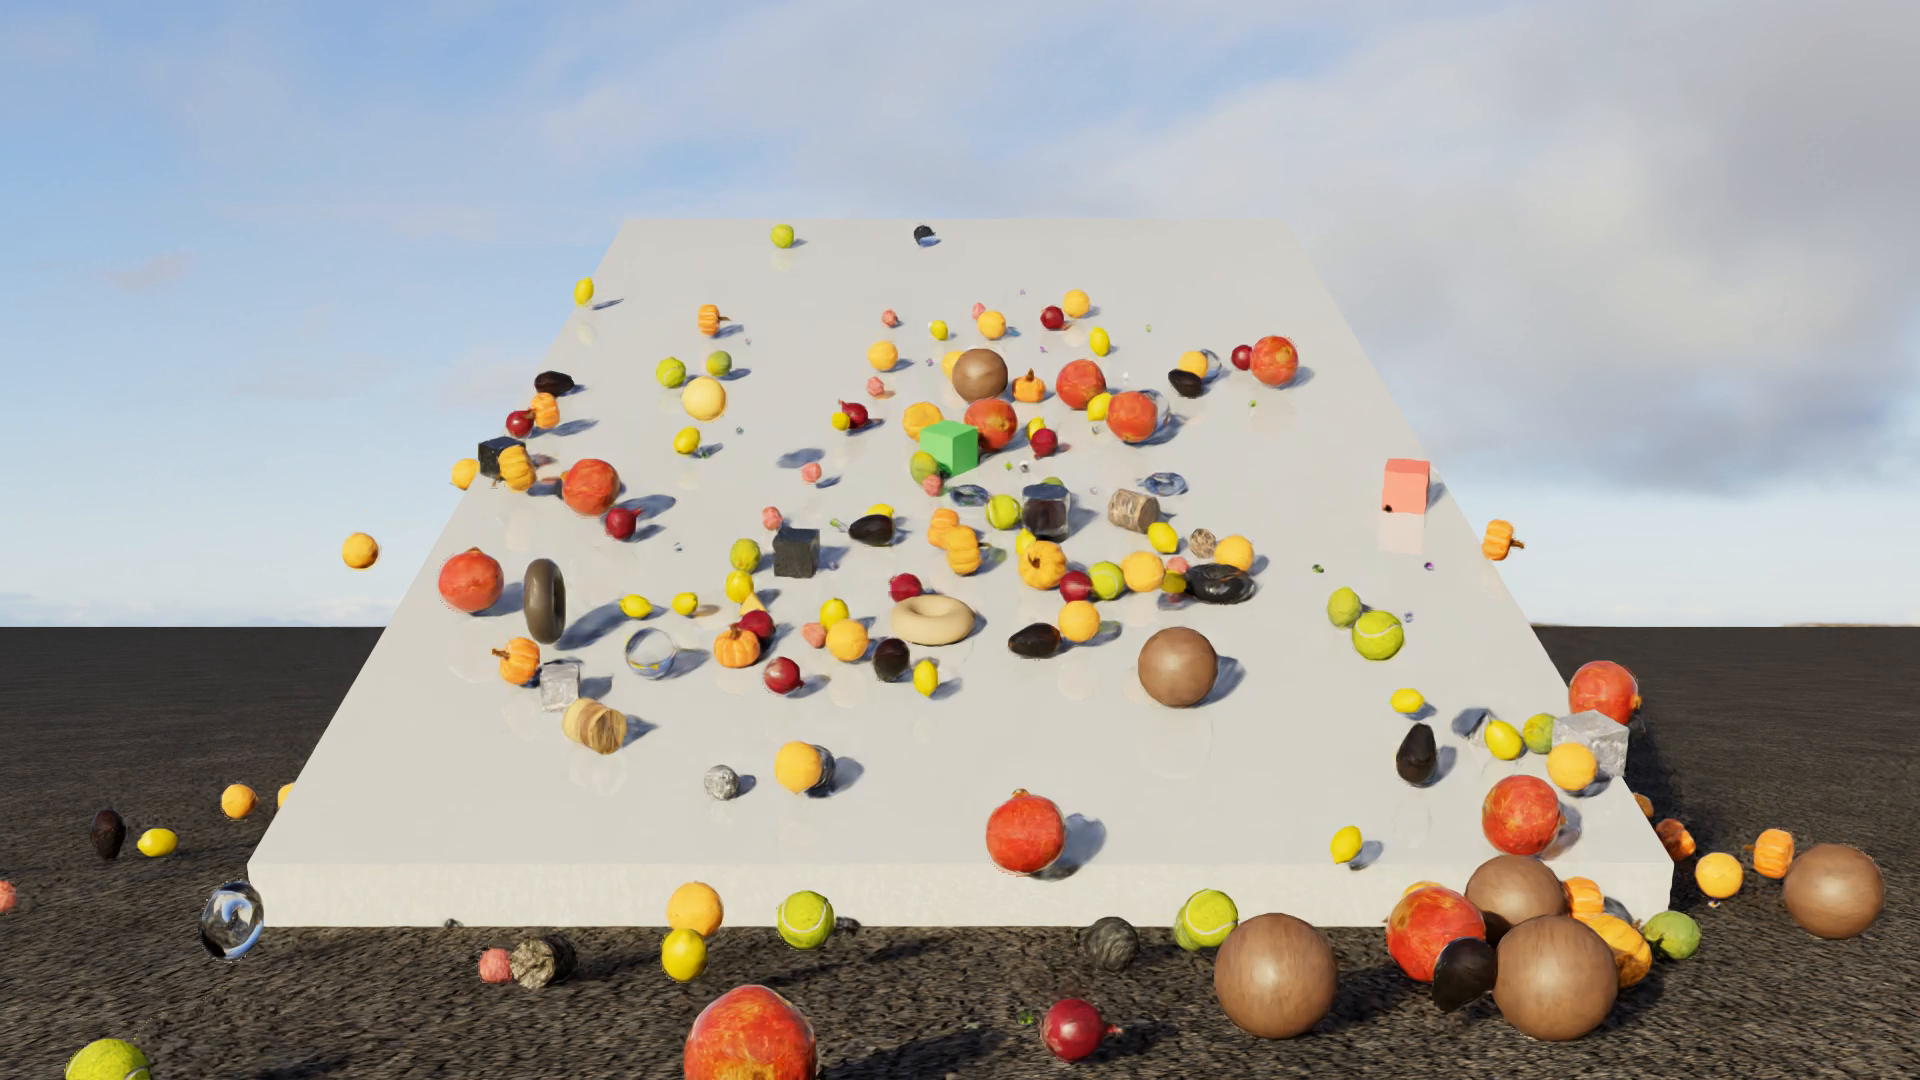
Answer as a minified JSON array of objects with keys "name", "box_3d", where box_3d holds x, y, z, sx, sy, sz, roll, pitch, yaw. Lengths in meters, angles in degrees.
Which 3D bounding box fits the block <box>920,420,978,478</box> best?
[{"name":"block","box_3d":[-0.023,-0.192,4.762,0.087,0.087,0.087,16,26,35]}]

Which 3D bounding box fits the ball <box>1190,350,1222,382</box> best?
[{"name":"ball","box_3d":[0.575,-0.410,5.351,0.075,0.075,0.075,0,-2,0]}]

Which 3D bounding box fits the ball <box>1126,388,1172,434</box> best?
[{"name":"ball","box_3d":[0.410,-0.280,4.975,0.100,0.100,0.100,0,-2,0]}]

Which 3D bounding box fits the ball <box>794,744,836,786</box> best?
[{"name":"ball","box_3d":[-0.218,0.338,3.411,0.063,0.063,0.063,0,-2,0]}]

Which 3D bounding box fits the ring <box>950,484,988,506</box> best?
[{"name":"ring","box_3d":[0.018,-0.089,4.577,0.080,0.027,0.080,0,22,0]}]

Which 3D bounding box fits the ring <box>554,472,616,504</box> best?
[{"name":"ring","box_3d":[-0.756,-0.106,4.599,0.123,0.041,0.123,-1,20,0]}]

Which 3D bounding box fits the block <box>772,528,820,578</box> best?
[{"name":"block","box_3d":[-0.302,0.024,4.219,0.071,0.071,0.071,4,21,9]}]

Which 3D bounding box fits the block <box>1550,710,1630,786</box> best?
[{"name":"block","box_3d":[0.953,0.314,3.457,0.078,0.078,0.078,-10,23,-25]}]

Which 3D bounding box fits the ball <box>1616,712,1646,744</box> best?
[{"name":"ball","box_3d":[1.274,0.359,4.344,0.060,0.060,0.060,0,-2,0]}]

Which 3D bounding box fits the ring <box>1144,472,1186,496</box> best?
[{"name":"ring","box_3d":[0.418,-0.114,4.642,0.087,0.029,0.087,-1,21,0]}]

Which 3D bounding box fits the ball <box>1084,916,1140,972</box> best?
[{"name":"ball","box_3d":[0.187,0.499,2.817,0.068,0.068,0.068,0,-2,0]}]

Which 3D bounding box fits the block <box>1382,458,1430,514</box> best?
[{"name":"block","box_3d":[0.890,-0.108,4.550,0.085,0.085,0.085,6,22,14]}]

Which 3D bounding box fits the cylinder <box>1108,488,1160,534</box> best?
[{"name":"cylinder","box_3d":[0.337,-0.057,4.426,0.073,0.073,0.073,17,8,35]}]

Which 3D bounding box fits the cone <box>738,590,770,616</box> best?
[{"name":"cone","box_3d":[-0.356,0.123,4.028,0.050,0.050,0.050,30,-1,2]}]

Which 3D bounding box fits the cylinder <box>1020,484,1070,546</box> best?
[{"name":"cylinder","box_3d":[0.163,-0.049,4.383,0.093,0.093,0.093,0,21,0]}]

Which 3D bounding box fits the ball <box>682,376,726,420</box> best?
[{"name":"ball","box_3d":[-0.501,-0.277,4.480,0.087,0.087,0.087,0,-2,0]}]

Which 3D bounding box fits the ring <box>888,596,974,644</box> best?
[{"name":"ring","box_3d":[-0.049,0.138,3.953,0.149,0.050,0.149,1,20,0]}]

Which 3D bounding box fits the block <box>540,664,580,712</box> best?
[{"name":"block","box_3d":[-0.644,0.238,3.675,0.058,0.058,0.058,-2,21,-6]}]

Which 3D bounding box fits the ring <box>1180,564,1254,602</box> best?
[{"name":"ring","box_3d":[0.464,0.078,4.119,0.131,0.044,0.131,1,18,0]}]

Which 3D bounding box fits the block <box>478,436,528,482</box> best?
[{"name":"block","box_3d":[-0.947,-0.168,4.721,0.069,0.069,0.069,18,27,39]}]

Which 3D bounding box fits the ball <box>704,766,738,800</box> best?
[{"name":"ball","box_3d":[-0.353,0.358,3.375,0.050,0.050,0.050,0,-2,0]}]

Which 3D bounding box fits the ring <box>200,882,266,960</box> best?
[{"name":"ring","box_3d":[-0.903,0.473,2.832,0.032,0.097,0.097,10,2,25]}]

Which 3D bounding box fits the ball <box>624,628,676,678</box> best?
[{"name":"ball","box_3d":[-0.511,0.186,3.759,0.084,0.084,0.084,0,-2,0]}]

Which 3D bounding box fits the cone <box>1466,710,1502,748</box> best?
[{"name":"cone","box_3d":[0.819,0.288,3.558,0.055,0.055,0.055,0,21,0]}]

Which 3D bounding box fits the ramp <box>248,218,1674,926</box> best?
[{"name":"ramp","box_3d":[-0.006,-0.214,5.082,2.000,0.100,4.000,0,21,0]}]

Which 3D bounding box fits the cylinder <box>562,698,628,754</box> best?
[{"name":"cylinder","box_3d":[-0.565,0.287,3.527,0.070,0.070,0.070,18,10,39]}]

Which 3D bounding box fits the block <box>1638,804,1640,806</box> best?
[{"name":"block","box_3d":[1.215,0.516,4.303,0.090,0.090,0.090,-7,39,-15]}]
